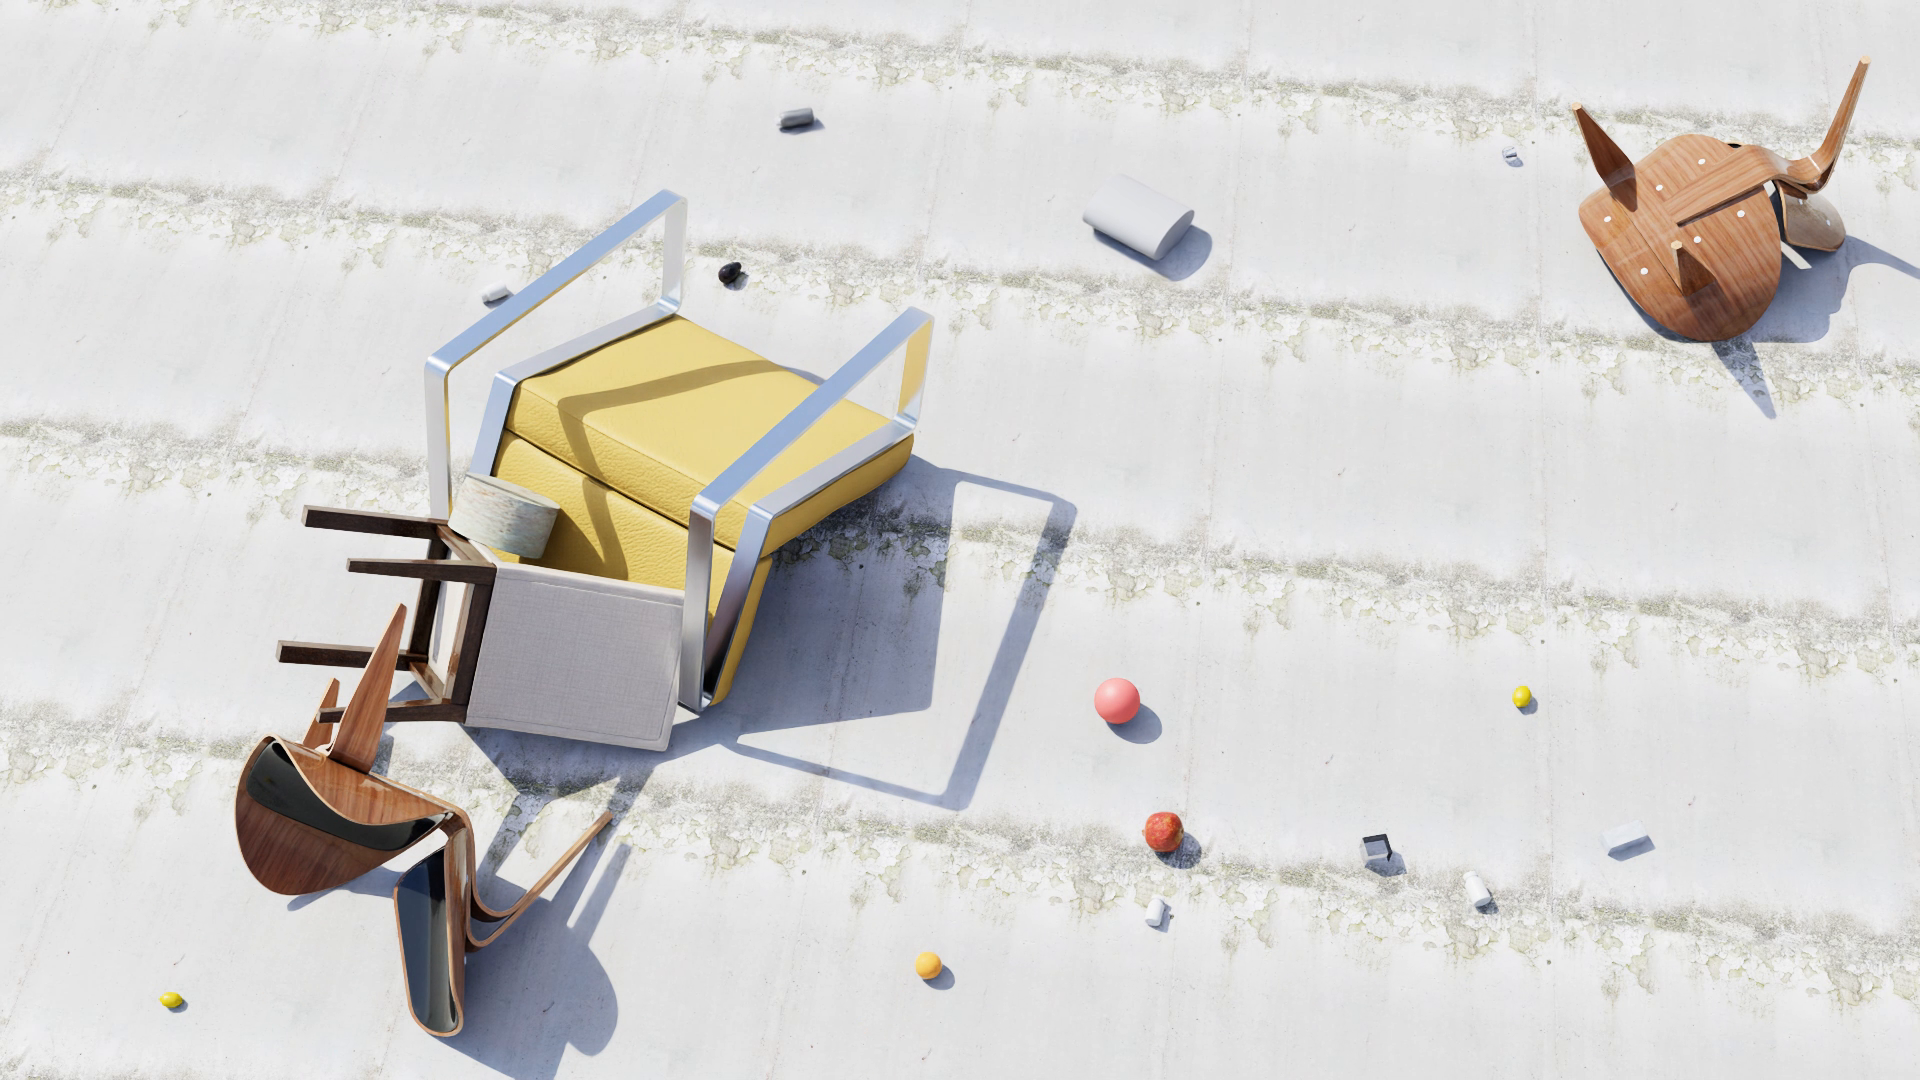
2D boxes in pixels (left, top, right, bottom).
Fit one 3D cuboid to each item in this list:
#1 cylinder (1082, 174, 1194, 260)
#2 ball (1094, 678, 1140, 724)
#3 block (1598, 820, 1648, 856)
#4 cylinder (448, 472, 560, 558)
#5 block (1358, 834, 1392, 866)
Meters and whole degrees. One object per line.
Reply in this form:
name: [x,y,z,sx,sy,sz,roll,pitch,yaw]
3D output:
cylinder: [0.585,-1.061,7.206,0.279,0.131,0.250,31,55,19]
ball: [0.443,0.452,6.192,0.130,0.130,0.130,0,56,0]
block: [1.809,0.812,6.003,0.113,0.044,0.049,-17,58,-11]
cylinder: [-1.276,-0.069,6.155,0.276,0.230,0.150,21,97,-3]
block: [1.128,0.842,5.969,0.068,0.066,0.058,-9,57,-6]
